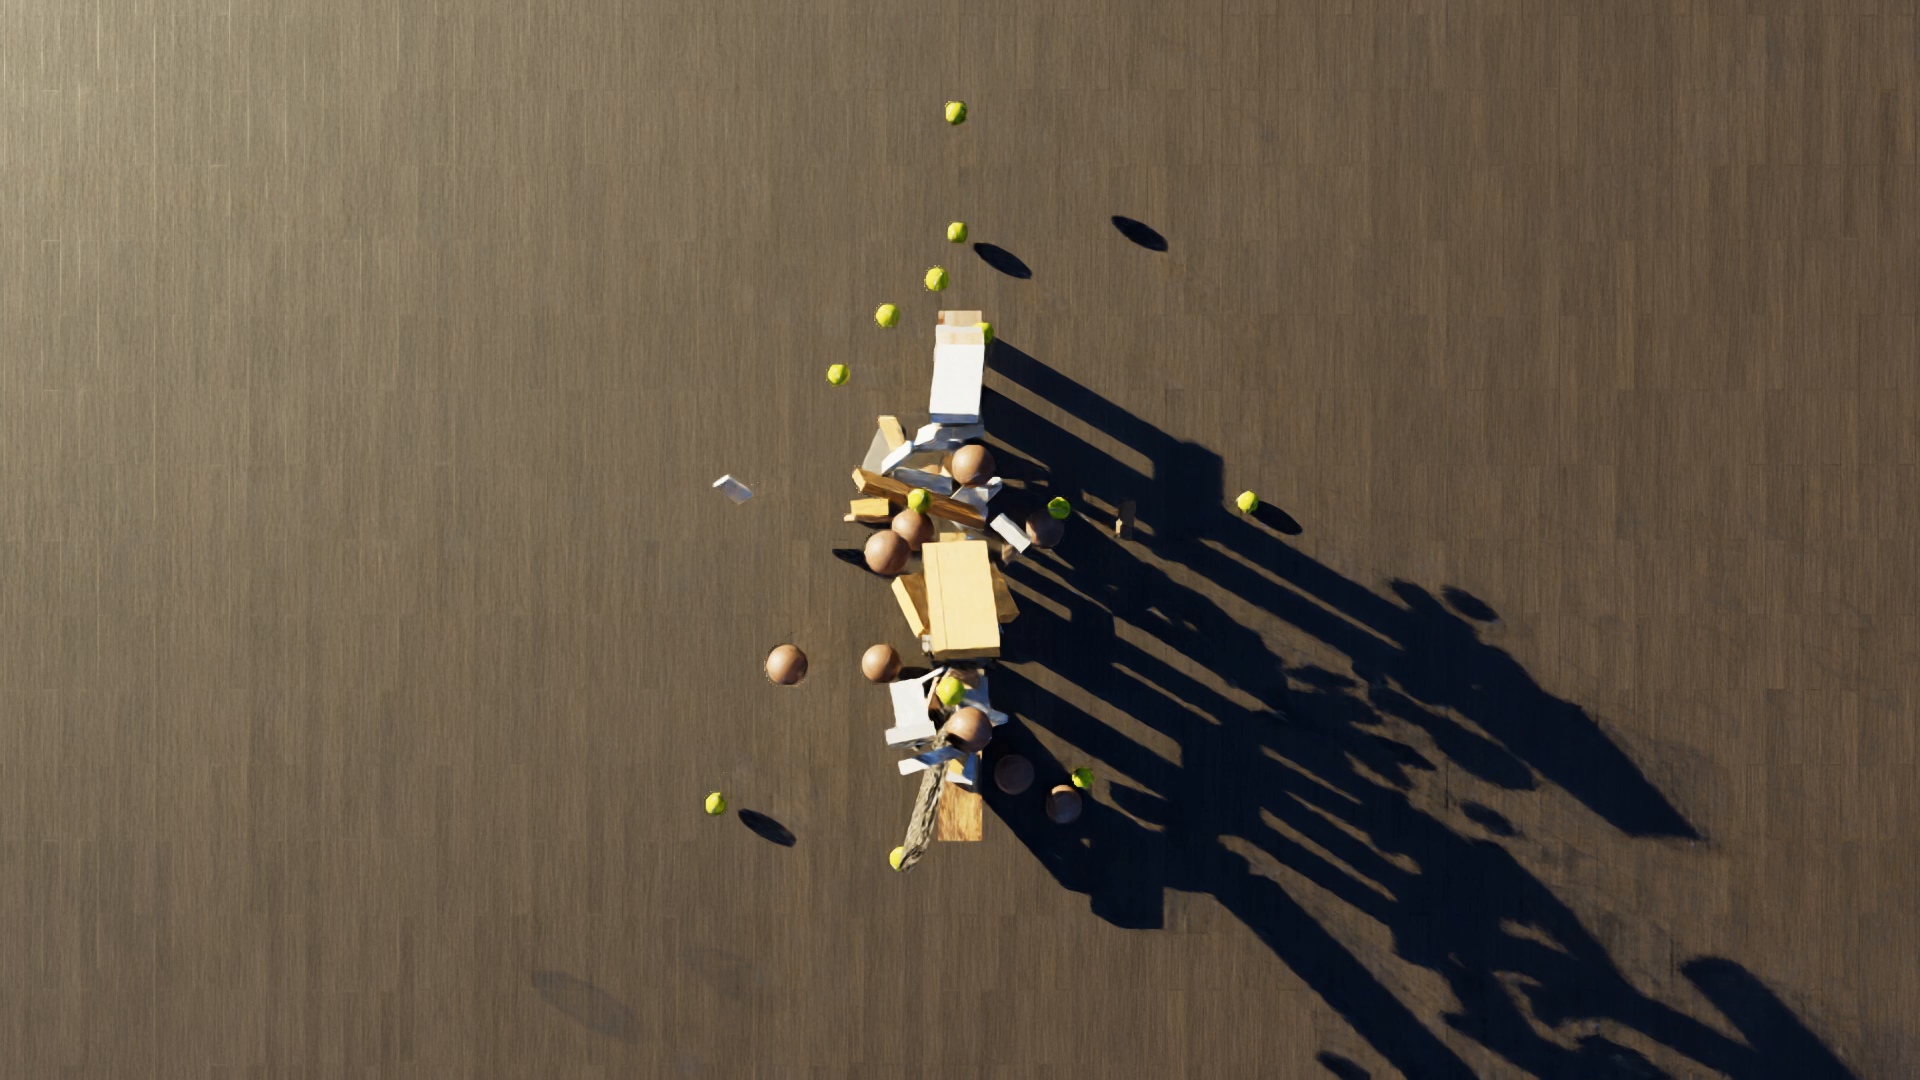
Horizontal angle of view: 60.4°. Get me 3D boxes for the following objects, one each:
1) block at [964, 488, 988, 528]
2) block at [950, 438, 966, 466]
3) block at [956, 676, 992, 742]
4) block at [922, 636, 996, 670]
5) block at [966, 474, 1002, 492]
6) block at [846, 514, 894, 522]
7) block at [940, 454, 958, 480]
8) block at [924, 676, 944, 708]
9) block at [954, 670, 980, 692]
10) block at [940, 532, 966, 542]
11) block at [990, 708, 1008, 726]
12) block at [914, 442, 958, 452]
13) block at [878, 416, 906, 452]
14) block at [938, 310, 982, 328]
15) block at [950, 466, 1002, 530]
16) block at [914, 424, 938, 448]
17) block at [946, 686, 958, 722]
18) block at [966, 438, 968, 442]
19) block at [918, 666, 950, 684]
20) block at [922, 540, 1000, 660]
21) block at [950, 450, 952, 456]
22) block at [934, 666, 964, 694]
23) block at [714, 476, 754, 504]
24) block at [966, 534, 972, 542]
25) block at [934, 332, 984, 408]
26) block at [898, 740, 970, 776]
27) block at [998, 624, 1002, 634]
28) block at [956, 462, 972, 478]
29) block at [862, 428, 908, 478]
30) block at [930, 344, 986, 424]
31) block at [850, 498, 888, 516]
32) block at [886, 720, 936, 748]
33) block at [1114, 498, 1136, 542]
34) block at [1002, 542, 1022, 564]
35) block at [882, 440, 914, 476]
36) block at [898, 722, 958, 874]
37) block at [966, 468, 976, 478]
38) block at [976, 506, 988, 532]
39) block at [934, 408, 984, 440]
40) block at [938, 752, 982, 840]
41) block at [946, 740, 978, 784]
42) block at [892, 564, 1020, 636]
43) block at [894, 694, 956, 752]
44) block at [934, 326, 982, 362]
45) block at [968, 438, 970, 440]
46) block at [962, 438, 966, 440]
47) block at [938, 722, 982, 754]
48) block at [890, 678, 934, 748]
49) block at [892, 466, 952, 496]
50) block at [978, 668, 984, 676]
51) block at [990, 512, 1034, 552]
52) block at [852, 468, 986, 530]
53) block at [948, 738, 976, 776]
[{"bbox_3d":[0.051,-0.099,5.143,0.062,0.017,0.123,6,105,-2],"label":"block"},{"bbox_3d":[-0.006,-0.289,5.381,0.047,0.013,0.095,-10,73,33],"label":"block"},{"bbox_3d":[0.039,0.498,4.862,0.094,0.027,0.187,-3,83,-16],"label":"block"},{"bbox_3d":[0.002,0.316,4.613,0.175,0.416,0.050,-2,79,4],"label":"block"},{"bbox_3d":[0.078,-0.174,5.203,0.062,0.123,0.017,16,117,25],"label":"block"},{"bbox_3d":[-0.297,-0.070,5.431,0.152,0.061,0.017,2,87,-35],"label":"block"},{"bbox_3d":[-0.037,-0.230,5.359,0.047,0.013,0.095,-2,65,38],"label":"block"},{"bbox_3d":[-0.068,0.437,4.724,0.014,0.048,0.095,25,101,37],"label":"block"},{"bbox_3d":[0.011,0.362,4.833,0.078,0.022,0.156,-7,83,-2],"label":"block"},{"bbox_3d":[-0.017,0.057,5.323,0.082,0.023,0.164,-4,90,1],"label":"block"},{"bbox_3d":[0.054,0.553,5.259,0.185,0.092,0.026,23,63,-33],"label":"block"},{"bbox_3d":[-0.132,-0.297,5.252,0.094,0.332,0.027,-4,91,30],"label":"block"},{"bbox_3d":[-0.200,-0.318,4.966,0.016,0.058,0.116,-46,126,-39],"label":"block"},{"bbox_3d":[0.001,-0.588,5.210,0.135,0.038,0.270,0,90,0],"label":"block"},{"bbox_3d":[0.035,-0.135,5.284,0.191,0.027,0.095,-46,104,-2],"label":"block"},{"bbox_3d":[-0.093,-0.312,4.886,0.016,0.116,0.058,26,69,-25],"label":"block"},{"bbox_3d":[-0.019,0.428,4.905,0.111,0.031,0.222,5,89,0],"label":"block"},{"bbox_3d":[0.000,-0.329,5.457,0.046,0.093,0.013,3,59,1],"label":"block"},{"bbox_3d":[-0.067,0.386,4.723,0.095,0.048,0.014,-30,68,28],"label":"block"},{"bbox_3d":[0.001,0.159,4.443,0.175,0.050,0.350,-3,53,-5],"label":"block"},{"bbox_3d":[-0.007,-0.308,5.435,0.046,0.013,0.093,9,126,-3],"label":"block"},{"bbox_3d":[-0.031,0.399,4.701,0.014,0.048,0.095,46,116,34],"label":"block"},{"bbox_3d":[-0.732,-0.162,5.333,0.061,0.121,0.017,-30,48,21],"label":"block"},{"bbox_3d":[-0.004,-0.005,5.417,0.082,0.164,0.023,1,87,1],"label":"block"},{"bbox_3d":[-0.004,-0.489,4.769,0.137,0.039,0.274,1,51,2],"label":"block"},{"bbox_3d":[-0.071,0.620,4.706,0.134,0.267,0.038,-20,83,14],"label":"block"},{"bbox_3d":[0.052,0.180,4.871,0.030,0.107,0.213,-27,74,33],"label":"block"},{"bbox_3d":[0.011,-0.234,5.383,0.013,0.095,0.047,31,93,-18],"label":"block"},{"bbox_3d":[-0.238,-0.261,5.052,0.094,0.027,0.187,2,58,36],"label":"block"},{"bbox_3d":[-0.006,-0.445,4.681,0.137,0.039,0.274,2,51,4],"label":"block"},{"bbox_3d":[-0.300,-0.105,5.487,0.121,0.017,0.061,-6,81,0],"label":"block"},{"bbox_3d":[-0.137,0.544,4.590,0.134,0.267,0.038,-11,80,-3],"label":"block"},{"bbox_3d":[0.520,-0.063,5.177,0.018,0.063,0.126,6,88,43],"label":"block"},{"bbox_3d":[0.167,0.028,5.244,0.063,0.359,0.018,-36,95,6],"label":"block"},{"bbox_3d":[-0.187,-0.246,4.949,0.116,0.058,0.016,-35,125,28],"label":"block"},{"bbox_3d":[-0.088,0.755,4.946,0.038,0.524,0.134,26,130,-7],"label":"block"},{"bbox_3d":[0.054,-0.198,5.394,0.027,0.191,0.095,-42,108,-1],"label":"block"},{"bbox_3d":[0.054,-0.079,5.221,0.062,0.123,0.017,32,123,-11],"label":"block"},{"bbox_3d":[-0.007,-0.368,4.740,0.137,0.274,0.039,-5,119,-1],"label":"block"},{"bbox_3d":[-0.001,0.822,5.287,0.138,0.039,0.276,-1,90,0],"label":"block"},{"bbox_3d":[0.005,0.659,5.225,0.092,0.026,0.221,6,101,12],"label":"block"},{"bbox_3d":[-0.010,0.170,4.733,0.350,0.050,0.175,-7,59,-37],"label":"block"},{"bbox_3d":[-0.099,0.522,4.825,0.094,0.027,0.187,47,56,1],"label":"block"},{"bbox_3d":[-0.008,-0.495,4.890,0.137,0.039,0.274,3,90,1],"label":"block"},{"bbox_3d":[-0.002,-0.365,5.435,0.064,0.129,0.018,3,73,2],"label":"block"},{"bbox_3d":[-0.009,-0.395,5.361,0.064,0.018,0.129,5,91,2],"label":"block"},{"bbox_3d":[-0.001,0.621,5.404,0.138,0.039,0.276,0,54,0],"label":"block"},{"bbox_3d":[-0.141,0.498,4.758,0.094,0.027,0.187,-10,75,-5],"label":"block"},{"bbox_3d":[-0.117,-0.184,5.113,0.187,0.094,0.027,12,112,-7],"label":"block"},{"bbox_3d":[0.000,0.315,5.167,0.154,0.044,0.309,0,90,0],"label":"block"},{"bbox_3d":[0.155,-0.024,4.997,0.126,0.063,0.018,41,50,-2],"label":"block"},{"bbox_3d":[-0.121,-0.123,4.957,0.417,0.107,0.030,18,110,-26],"label":"block"},{"bbox_3d":[-0.004,0.639,5.194,0.092,0.026,0.185,25,105,10],"label":"block"}]
